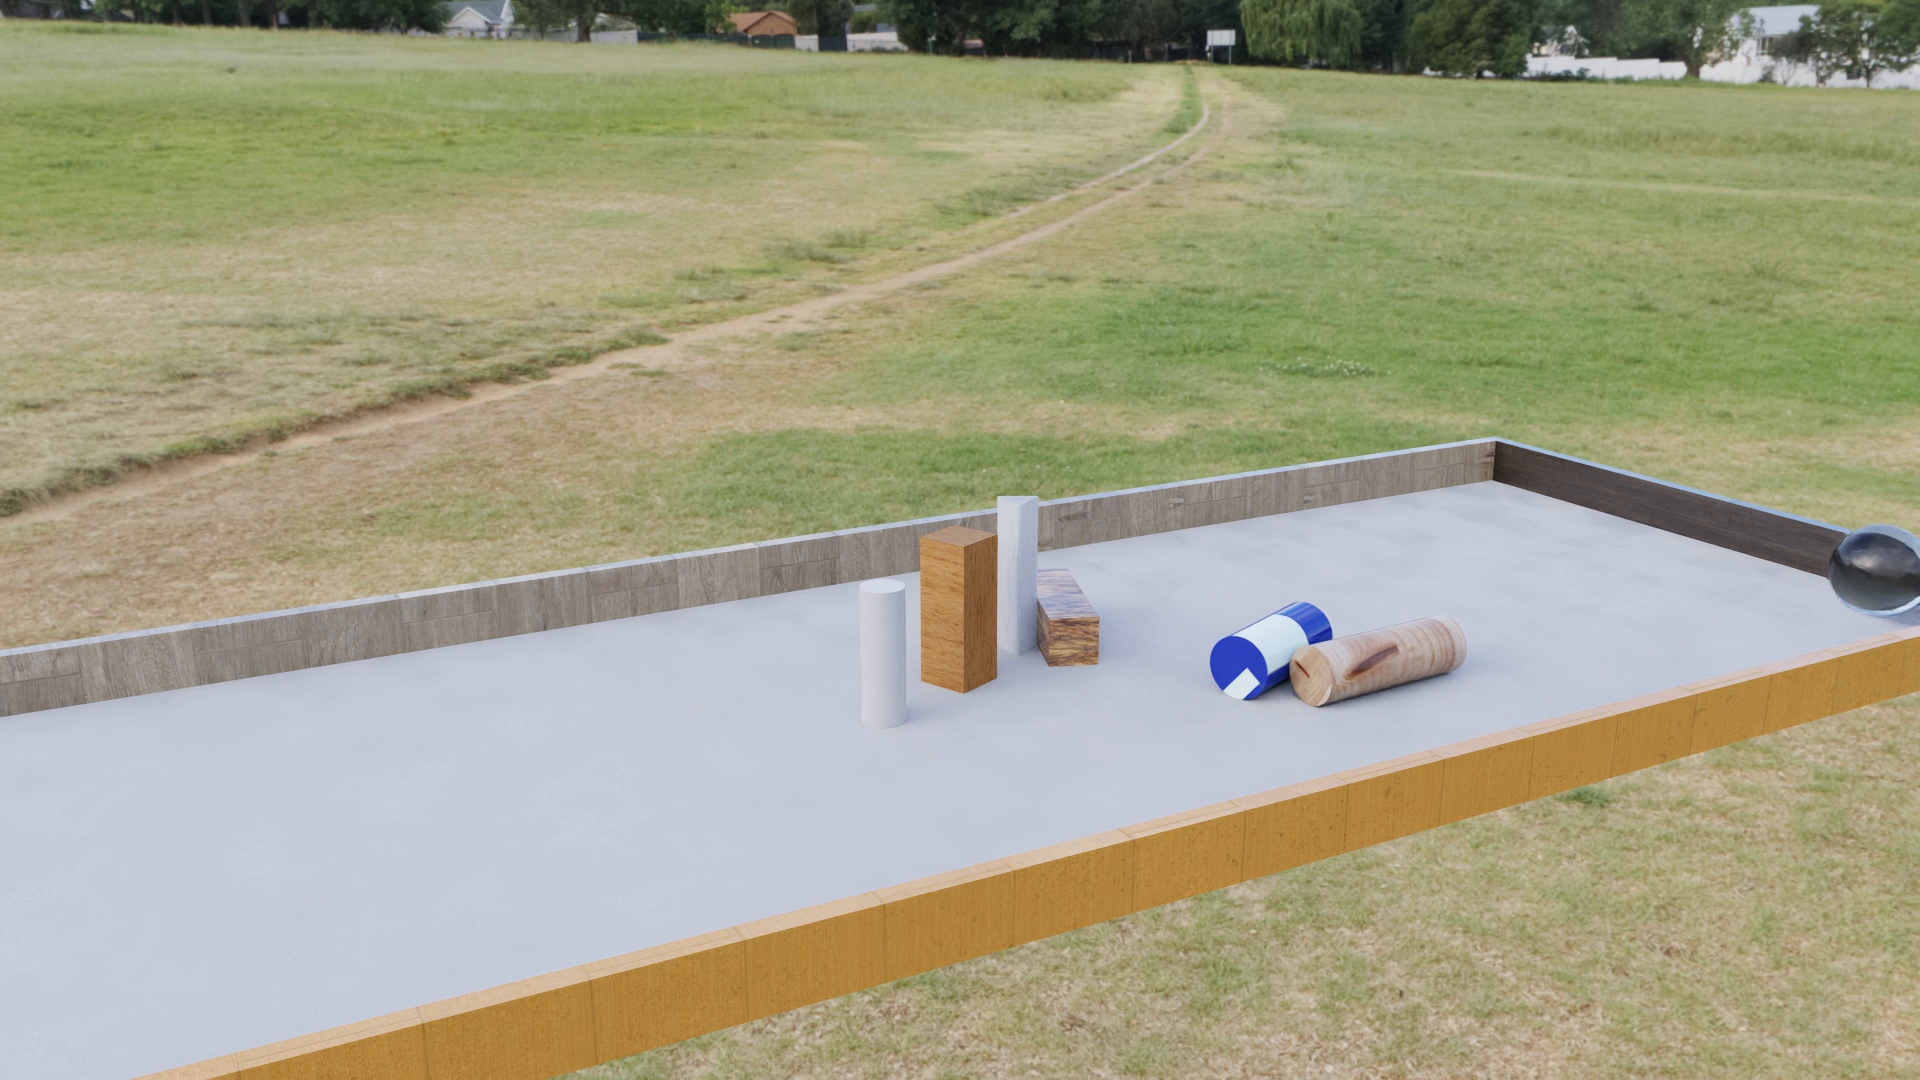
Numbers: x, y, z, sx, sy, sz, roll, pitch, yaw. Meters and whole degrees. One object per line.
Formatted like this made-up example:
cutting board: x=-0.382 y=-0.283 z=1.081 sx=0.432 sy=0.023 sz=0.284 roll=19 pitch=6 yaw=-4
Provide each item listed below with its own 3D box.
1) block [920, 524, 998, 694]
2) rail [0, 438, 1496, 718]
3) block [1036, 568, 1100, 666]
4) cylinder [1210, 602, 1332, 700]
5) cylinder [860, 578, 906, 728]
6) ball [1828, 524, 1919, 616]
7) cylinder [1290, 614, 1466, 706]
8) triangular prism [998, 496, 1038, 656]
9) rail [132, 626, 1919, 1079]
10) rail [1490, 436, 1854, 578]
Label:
block: x=-0.002 y=0.171 z=4.102 sx=0.136 sy=0.379 sz=0.136 roll=12 pitch=20 yaw=36
rail: x=-3.305 y=0.497 z=3.399 sx=12.000 sy=0.150 sz=0.050 roll=-9 pitch=18 yaw=-27
block: x=0.264 y=0.203 z=4.434 sx=0.130 sy=0.130 sz=0.422 roll=-2 pitch=17 yaw=-7
cylinder: x=0.784 y=0.274 z=4.138 sx=0.161 sy=0.161 sz=0.337 roll=13 pitch=21 yaw=37
cylinder: x=-0.180 y=0.266 z=3.859 sx=0.107 sy=0.333 sz=0.107 roll=0 pitch=16 yaw=0
ball: x=2.571 y=0.085 z=4.606 sx=0.259 sy=0.259 sz=0.259 roll=0 pitch=16 yaw=0
cylinder: x=1.040 y=0.295 z=4.090 sx=0.456 sy=0.147 sz=0.147 roll=-10 pitch=19 yaw=-30
triangular prism: x=0.164 y=0.088 z=4.329 sx=0.090 sy=0.409 sz=0.104 roll=-10 pitch=19 yaw=-29
rail: x=-2.336 y=1.006 z=1.665 sx=12.000 sy=0.150 sz=0.050 roll=-9 pitch=18 yaw=-27
rail: x=2.466 y=-0.048 z=5.253 sx=0.050 sy=0.150 sz=2.100 roll=-9 pitch=18 yaw=-27
